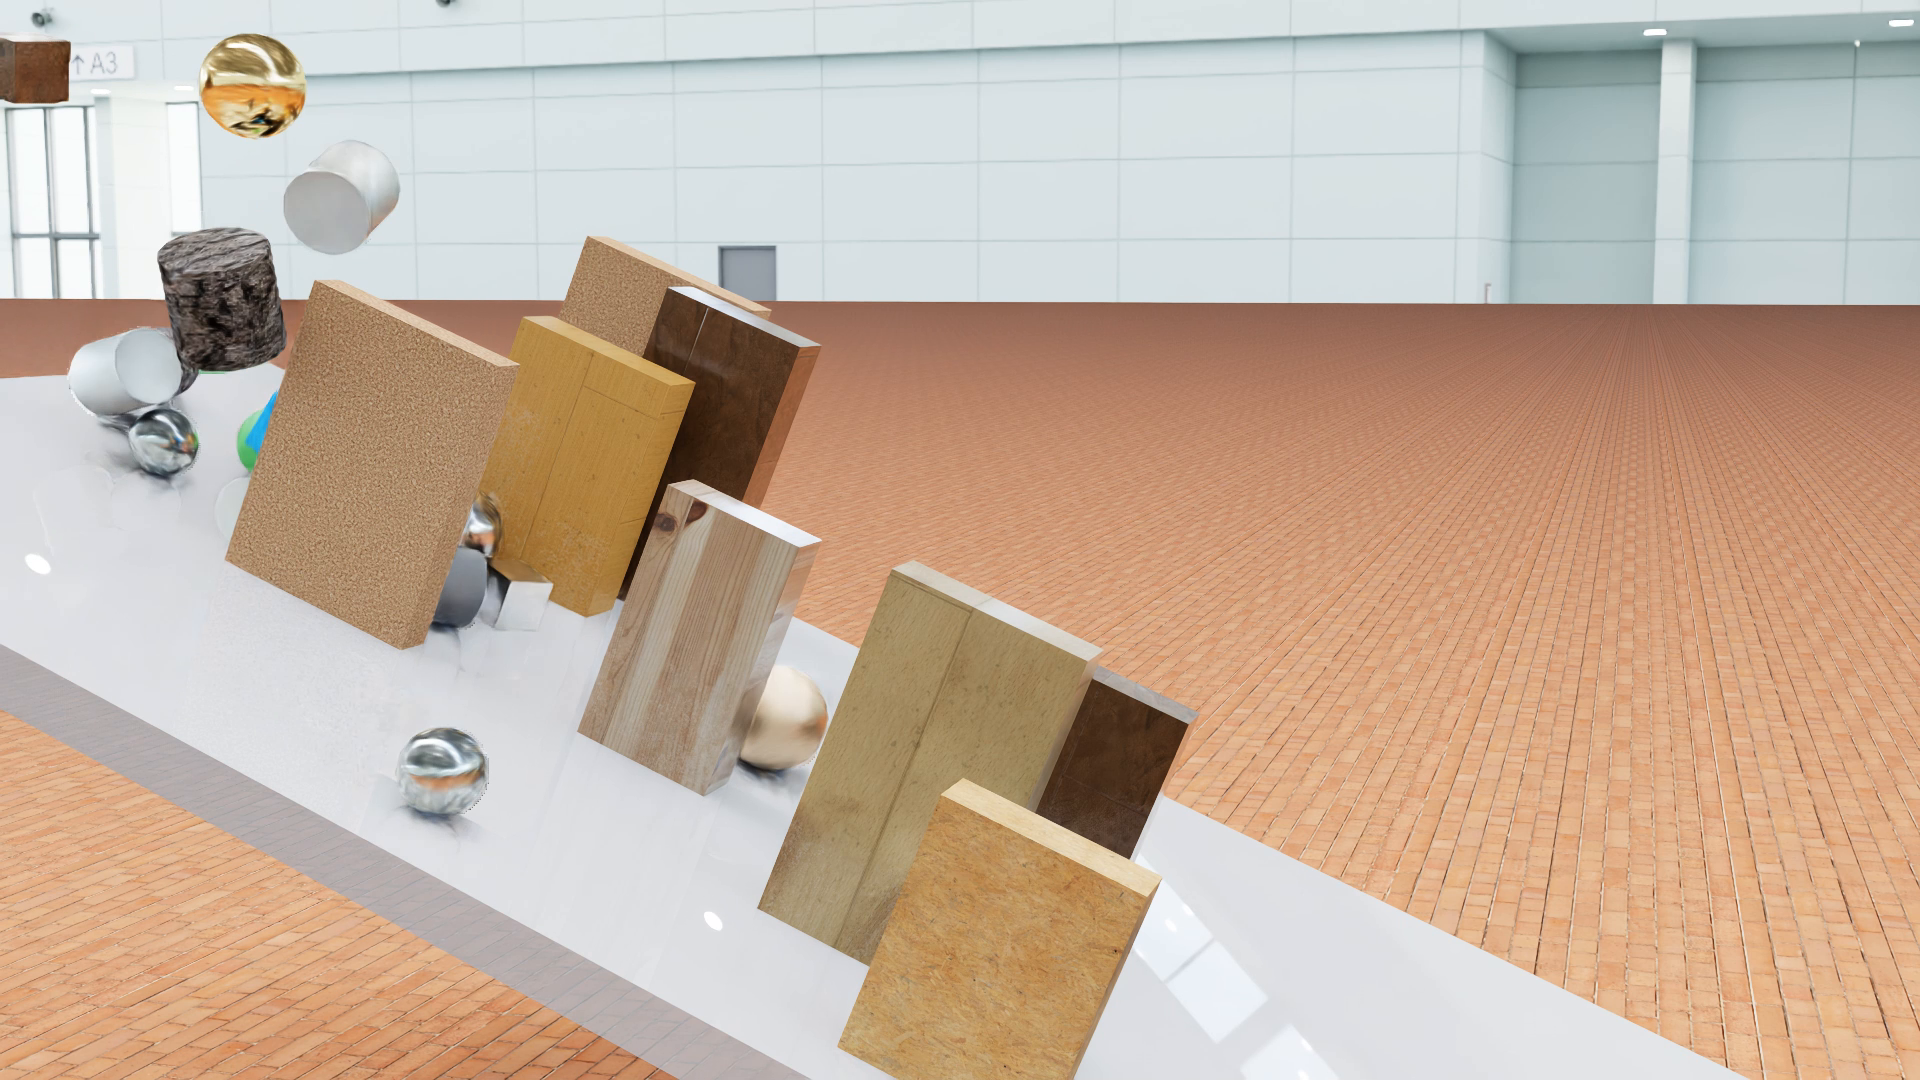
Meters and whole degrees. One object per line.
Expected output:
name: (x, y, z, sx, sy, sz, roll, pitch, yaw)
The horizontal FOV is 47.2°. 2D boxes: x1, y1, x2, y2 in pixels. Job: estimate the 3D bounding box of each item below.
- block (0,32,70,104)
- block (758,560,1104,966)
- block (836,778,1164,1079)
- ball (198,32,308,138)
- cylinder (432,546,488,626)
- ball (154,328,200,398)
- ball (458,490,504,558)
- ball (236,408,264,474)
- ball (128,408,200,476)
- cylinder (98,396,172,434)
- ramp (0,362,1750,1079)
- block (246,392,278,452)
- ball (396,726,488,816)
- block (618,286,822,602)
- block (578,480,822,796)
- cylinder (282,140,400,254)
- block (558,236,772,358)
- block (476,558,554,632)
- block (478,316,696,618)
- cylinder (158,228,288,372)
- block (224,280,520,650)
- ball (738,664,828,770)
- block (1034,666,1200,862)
block: (-1.777, -0.899, 4.178, 0.115, 0.115, 0.115, 19, 21, 31)
block: (-0.052, 0.390, 3.555, 0.345, 0.619, 0.109, 25, 13, 13)
block: (0.056, 0.620, 3.228, 0.329, 0.426, 0.109, 25, 13, 13)
ball: (-1.372, -0.881, 4.267, 0.202, 0.202, 0.202, 0, 7, 0)
cylinder: (-1.022, 0.079, 4.261, 0.154, 0.154, 0.154, 15, -3, -37)
ball: (-1.794, -0.400, 4.956, 0.156, 0.156, 0.156, 0, 7, 0)
ball: (-1.042, -0.018, 4.537, 0.198, 0.198, 0.198, 0, 7, 0)
ball: (-1.462, -0.204, 4.696, 0.159, 0.159, 0.159, 0, 7, 0)
ball: (-1.618, -0.200, 4.472, 0.137, 0.137, 0.137, 0, 7, 0)
cylinder: (-1.743, -0.278, 4.644, 0.108, 0.108, 0.108, 29, 10, 4)
ramp: (-0.301, 0.531, 4.191, 4.000, 0.100, 2.000, 25, 13, 13)
block: (-1.290, -0.198, 4.285, 0.117, 0.117, 0.117, 31, 1, 35)
ball: (-0.819, 0.365, 3.472, 0.141, 0.141, 0.141, 0, 7, 0)
block: (-0.589, -0.176, 4.835, 0.330, 0.682, 0.130, 25, 13, 13)
block: (-0.476, 0.176, 4.001, 0.272, 0.498, 0.111, 25, 13, 13)
cylinder: (-1.259, -0.699, 4.482, 0.179, 0.179, 0.179, 1, 30, 8)
block: (-0.769, -0.315, 5.147, 0.447, 0.665, 0.106, 25, 13, 13)
block: (-0.910, 0.111, 4.429, 0.109, 0.109, 0.109, 31, 16, 36)
block: (-0.836, -0.159, 4.694, 0.364, 0.535, 0.128, 25, 13, 13)
cylinder: (-1.268, -0.414, 3.784, 0.185, 0.185, 0.185, 0, 32, 0)
block: (-1.101, -0.142, 4.102, 0.406, 0.572, 0.081, 25, 13, 13)
ball: (-0.353, 0.340, 4.204, 0.202, 0.202, 0.202, 0, 7, 0)
block: (0.158, 0.432, 4.156, 0.446, 0.430, 0.110, 25, 13, 13)
